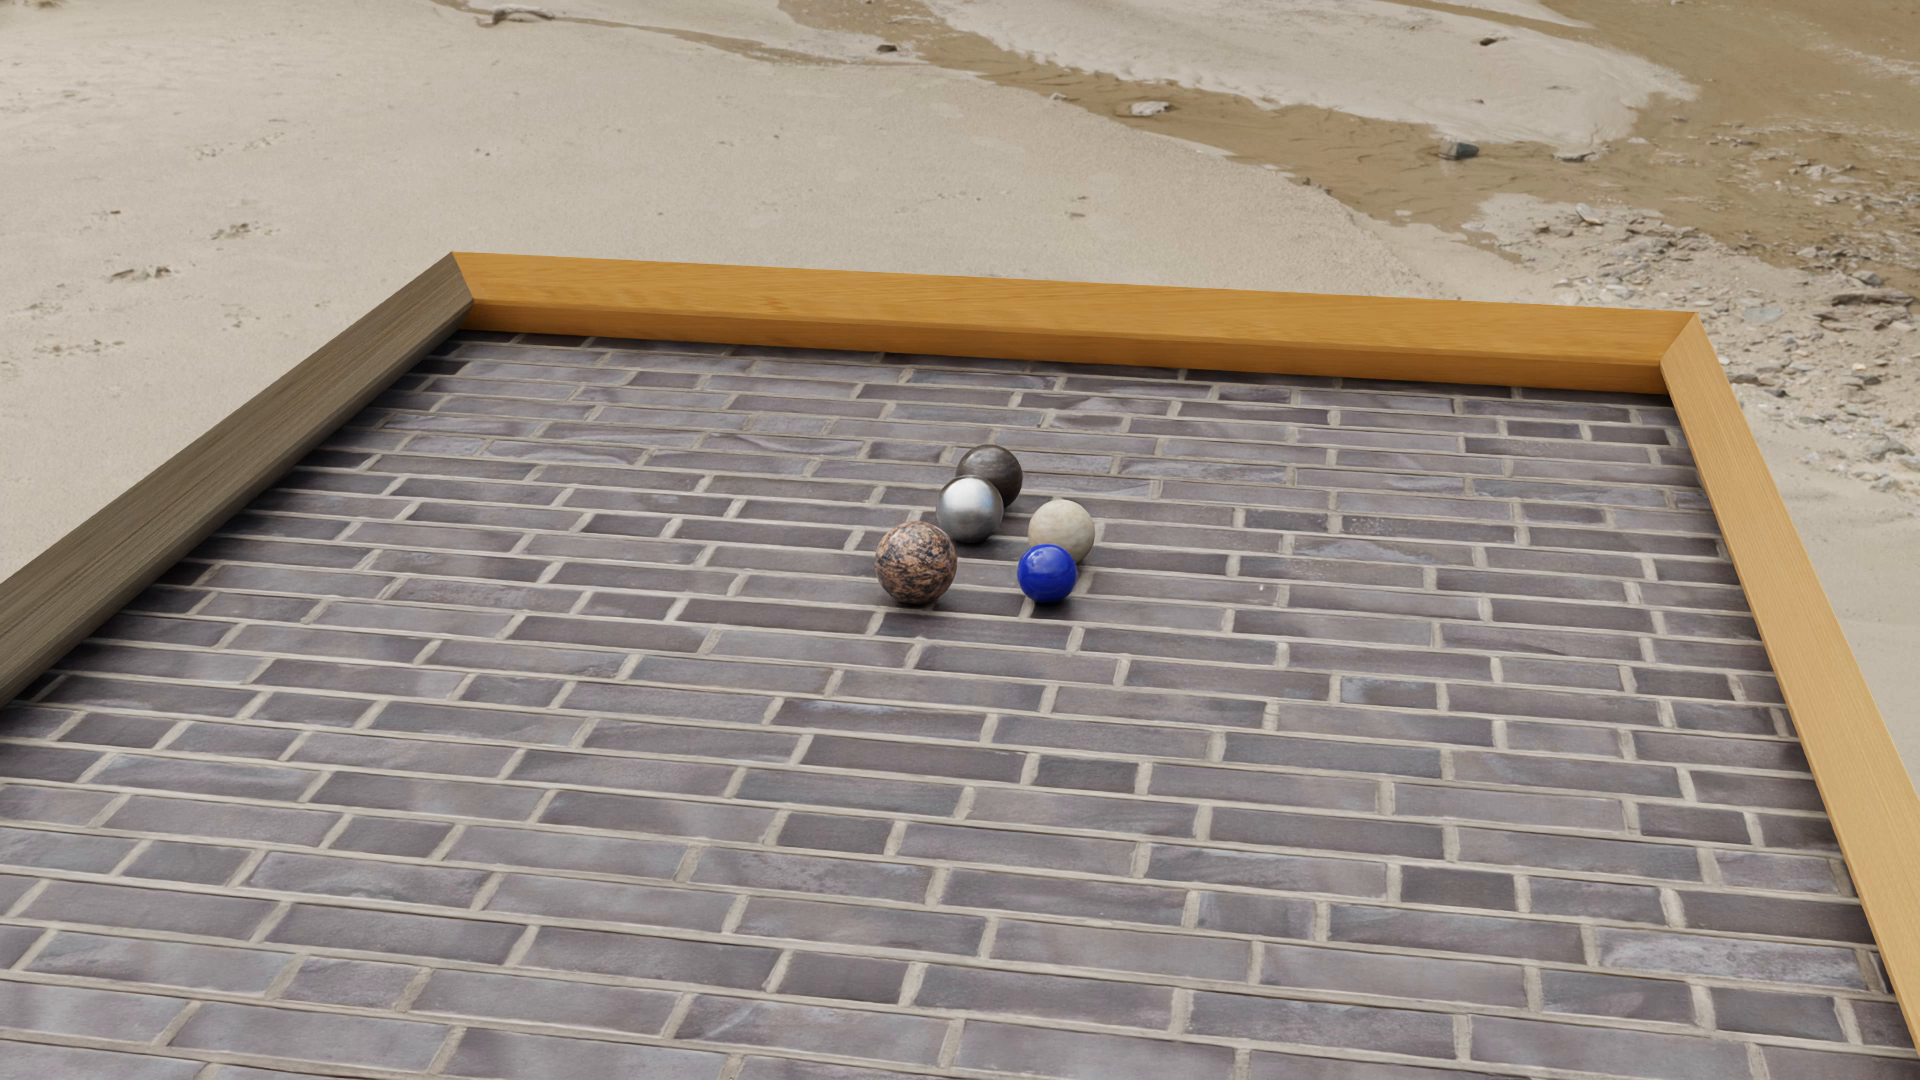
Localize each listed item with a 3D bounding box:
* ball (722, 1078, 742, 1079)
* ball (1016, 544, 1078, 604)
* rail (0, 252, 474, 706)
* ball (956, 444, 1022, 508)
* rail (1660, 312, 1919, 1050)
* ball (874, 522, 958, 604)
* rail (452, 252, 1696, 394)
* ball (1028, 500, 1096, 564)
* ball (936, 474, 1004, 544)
[{"bbox_3d":[-0.146,0.385,1.405,0.079,0.079,0.079,0,24,0],"label":"ball"},{"bbox_3d":[0.088,0.034,2.230,0.062,0.062,0.062,0,24,0],"label":"ball"},{"bbox_3d":[-0.905,0.203,1.781,0.045,0.110,2.774,4,24,9],"label":"rail"},{"bbox_3d":[0.032,-0.069,2.449,0.076,0.076,0.076,0,24,0],"label":"ball"},{"bbox_3d":[0.675,0.309,1.538,0.045,0.110,2.774,4,24,9],"label":"rail"},{"bbox_3d":[-0.045,0.023,2.227,0.084,0.084,0.084,0,24,0],"label":"ball"},{"bbox_3d":[0.111,-0.282,2.892,1.650,0.110,0.045,4,24,9],"label":"rail"},{"bbox_3d":[0.107,-0.007,2.314,0.071,0.071,0.071,0,24,0],"label":"ball"},{"bbox_3d":[0.010,-0.033,2.370,0.074,0.074,0.074,0,24,0],"label":"ball"}]
